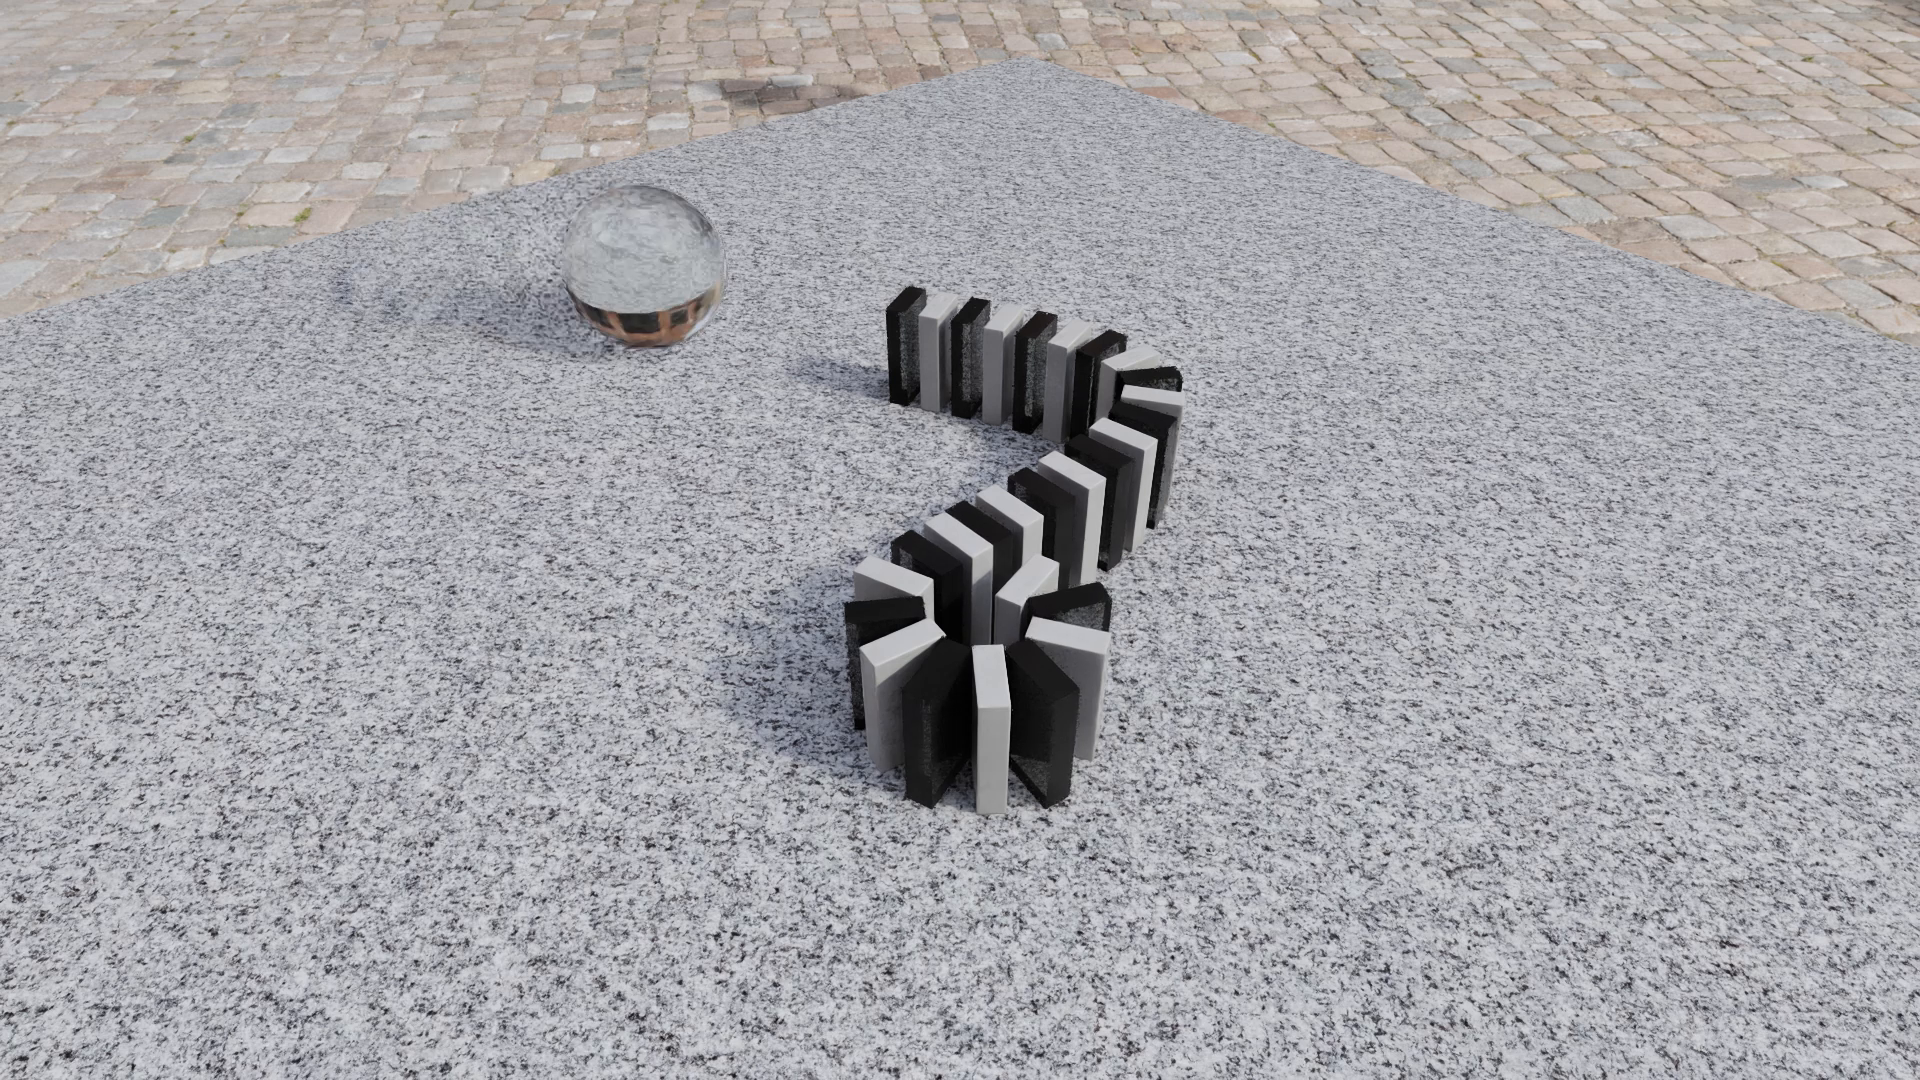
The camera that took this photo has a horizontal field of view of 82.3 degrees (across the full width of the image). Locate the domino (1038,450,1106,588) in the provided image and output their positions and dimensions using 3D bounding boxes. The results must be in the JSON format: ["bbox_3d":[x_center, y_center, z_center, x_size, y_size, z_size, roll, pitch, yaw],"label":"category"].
[{"bbox_3d":[0.041,-0.007,0.420,0.010,0.050,0.025,-32,49,-33],"label":"domino"}]

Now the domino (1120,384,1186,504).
[{"bbox_3d":[0.078,-0.039,0.459,0.025,0.050,0.009,10,40,12],"label":"domino"}]

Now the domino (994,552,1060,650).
[{"bbox_3d":[0.022,0.032,0.373,0.010,0.050,0.025,22,44,25],"label":"domino"}]

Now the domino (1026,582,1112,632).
[{"bbox_3d":[0.035,0.038,0.365,0.025,0.050,0.009,-12,41,-14],"label":"domino"}]

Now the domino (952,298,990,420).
[{"bbox_3d":[0.005,-0.085,0.515,0.010,0.050,0.025,14,41,17],"label":"domino"}]

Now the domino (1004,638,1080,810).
[{"bbox_3d":[0.024,0.057,0.341,0.009,0.050,0.025,-22,44,-25],"label":"domino"}]

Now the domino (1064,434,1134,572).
[{"bbox_3d":[0.052,-0.014,0.429,0.025,0.050,0.010,31,48,32],"label":"domino"}]

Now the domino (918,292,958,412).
[{"bbox_3d":[-0.010,-0.088,0.519,0.010,0.050,0.025,14,41,16],"label":"domino"}]

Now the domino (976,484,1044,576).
[{"bbox_3d":[0.017,0.007,0.403,0.009,0.050,0.025,-29,47,-31],"label":"domino"}]

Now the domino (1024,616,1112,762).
[{"bbox_3d":[0.033,0.048,0.352,0.025,0.050,0.010,11,41,13],"label":"domino"}]

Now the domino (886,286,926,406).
[{"bbox_3d":[-0.025,-0.092,0.524,0.009,0.050,0.025,14,41,17],"label":"domino"}]

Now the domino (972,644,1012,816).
[{"bbox_3d":[0.009,0.059,0.339,0.009,0.050,0.025,-2,39,-3],"label":"domino"}]

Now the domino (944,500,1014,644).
[{"bbox_3d":[0.006,0.013,0.396,0.010,0.050,0.025,-30,48,-31],"label":"domino"}]

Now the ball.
[{"bbox_3d":[-0.159,-0.137,0.555,0.080,0.080,0.080,0,39,0],"label":"ball"}]

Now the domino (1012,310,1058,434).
[{"bbox_3d":[0.034,-0.076,0.505,0.010,0.050,0.025,18,43,20],"label":"domino"}]

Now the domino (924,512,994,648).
[{"bbox_3d":[-0.001,0.017,0.390,0.009,0.050,0.025,-29,48,-31],"label":"domino"}]

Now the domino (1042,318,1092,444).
[{"bbox_3d":[0.048,-0.072,0.499,0.010,0.050,0.025,21,44,23],"label":"domino"}]

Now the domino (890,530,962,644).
[{"bbox_3d":[-0.011,0.023,0.383,0.009,0.050,0.025,-32,49,-33],"label":"domino"}]

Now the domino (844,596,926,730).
[{"bbox_3d":[-0.024,0.041,0.361,0.025,0.050,0.010,-4,40,-5],"label":"domino"}]

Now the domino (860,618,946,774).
[{"bbox_3d":[-0.017,0.050,0.350,0.025,0.050,0.009,-22,44,-24],"label":"domino"}]

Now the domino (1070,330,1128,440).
[{"bbox_3d":[0.062,-0.066,0.492,0.009,0.050,0.025,28,47,30],"label":"domino"}]

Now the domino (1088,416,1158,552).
[{"bbox_3d":[0.063,-0.022,0.438,0.025,0.050,0.009,27,47,29],"label":"domino"}]

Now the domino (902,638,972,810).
[{"bbox_3d":[-0.007,0.057,0.341,0.009,0.050,0.025,20,43,23],"label":"domino"}]

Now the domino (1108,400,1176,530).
[{"bbox_3d":[0.072,-0.030,0.448,0.025,0.050,0.009,19,43,22],"label":"domino"}]

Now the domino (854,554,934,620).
[{"bbox_3d":[-0.022,0.031,0.374,0.025,0.050,0.009,20,43,23],"label":"domino"}]

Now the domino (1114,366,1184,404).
[{"bbox_3d":[0.079,-0.049,0.472,0.025,0.050,0.010,-7,40,-8],"label":"domino"}]

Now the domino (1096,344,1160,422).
[{"bbox_3d":[0.072,-0.059,0.483,0.025,0.050,0.010,-25,45,-27],"label":"domino"}]

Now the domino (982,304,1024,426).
[{"bbox_3d":[0.020,-0.081,0.510,0.009,0.050,0.025,16,42,18],"label":"domino"}]

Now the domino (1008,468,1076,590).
[{"bbox_3d":[0.029,0.000,0.411,0.009,0.050,0.025,-30,48,-31],"label":"domino"}]
